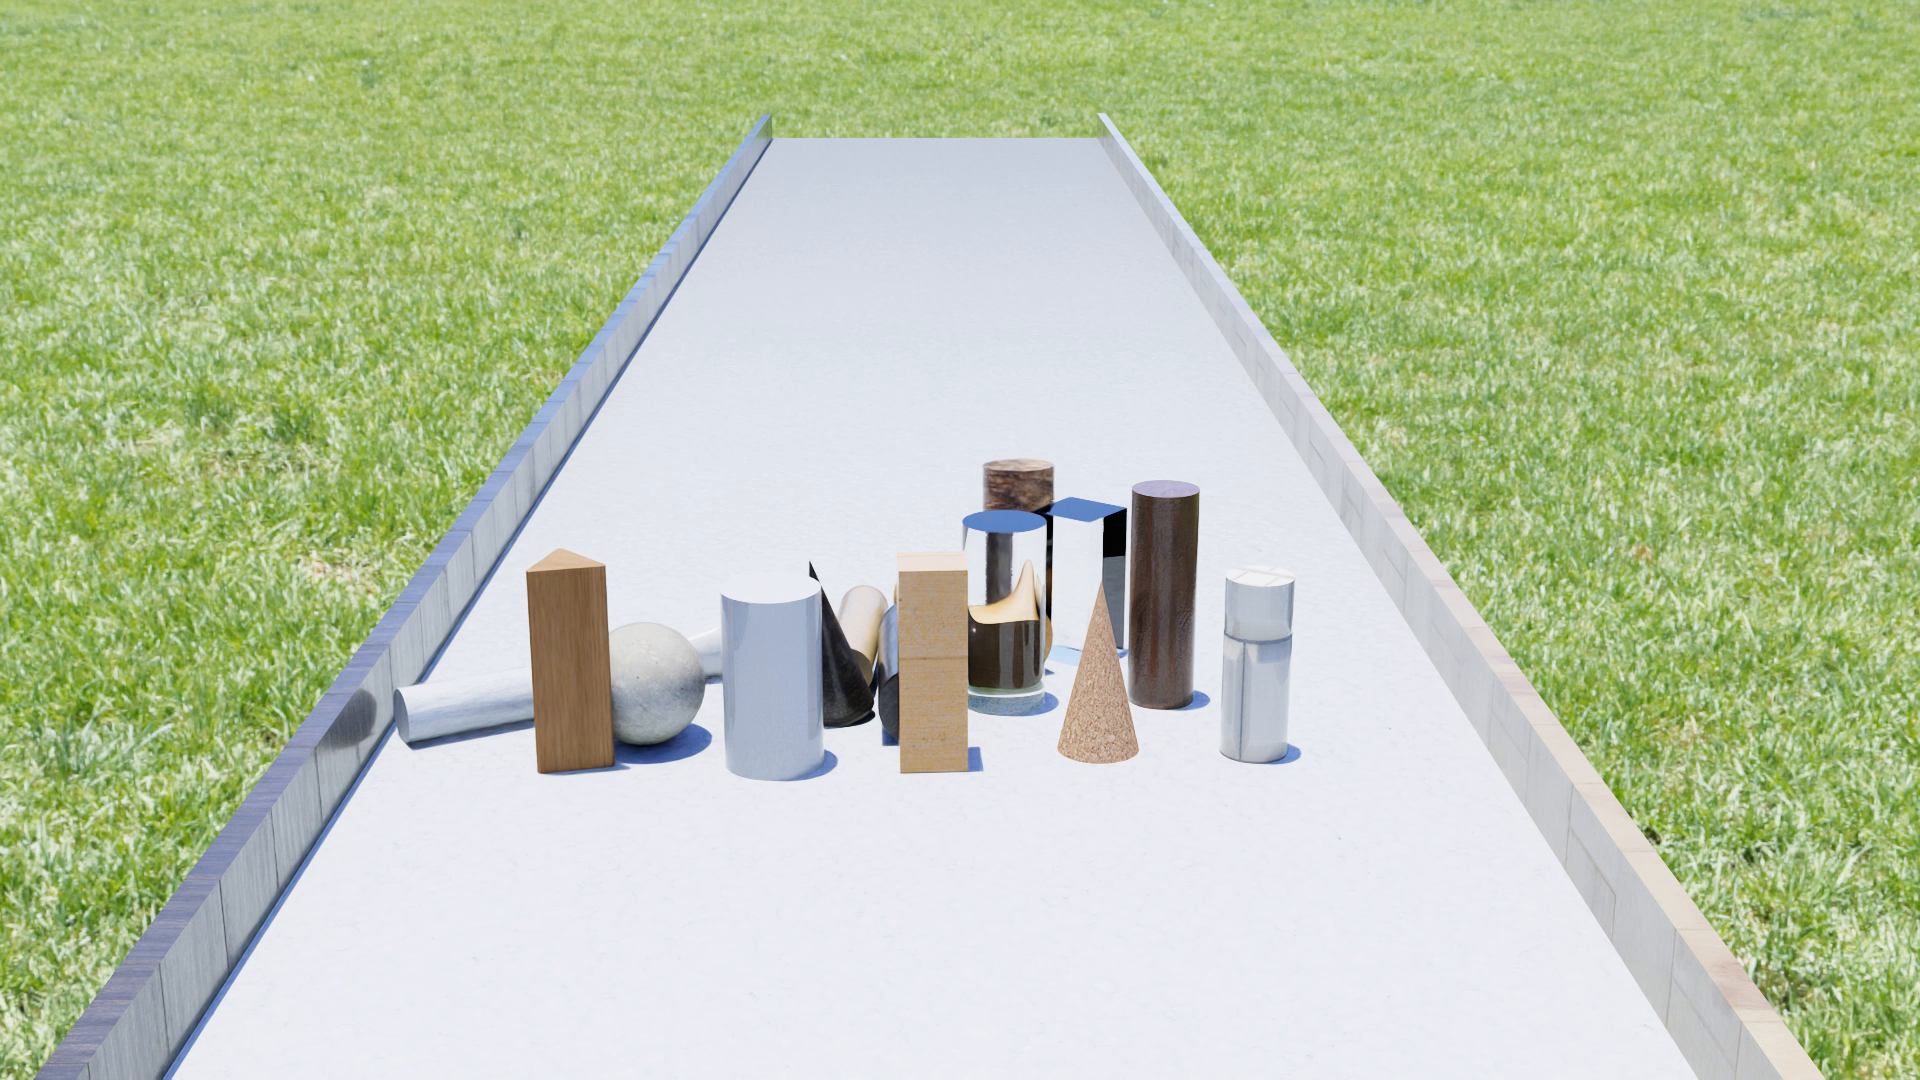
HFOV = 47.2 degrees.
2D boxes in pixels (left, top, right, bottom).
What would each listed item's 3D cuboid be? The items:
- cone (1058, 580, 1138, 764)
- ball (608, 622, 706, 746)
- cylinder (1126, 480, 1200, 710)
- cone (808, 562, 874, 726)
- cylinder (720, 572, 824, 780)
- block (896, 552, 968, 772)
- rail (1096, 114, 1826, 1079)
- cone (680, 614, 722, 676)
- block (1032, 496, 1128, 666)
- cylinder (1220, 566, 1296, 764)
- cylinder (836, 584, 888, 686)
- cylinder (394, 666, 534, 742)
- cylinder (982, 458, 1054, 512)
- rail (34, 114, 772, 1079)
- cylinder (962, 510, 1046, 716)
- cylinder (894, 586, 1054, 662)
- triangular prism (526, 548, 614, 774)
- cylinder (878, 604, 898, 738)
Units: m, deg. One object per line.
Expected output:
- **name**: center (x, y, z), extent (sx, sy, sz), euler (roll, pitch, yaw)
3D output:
- **cone**: center (0.249, 0.223, 3.918), extent (0.148, 0.319, 0.148), euler (0, 17, 0)
- **ball**: center (-0.570, 0.259, 3.967), extent (0.222, 0.222, 0.222), euler (0, 17, 0)
- **cylinder**: center (0.383, 0.104, 4.150), extent (0.127, 0.416, 0.127), euler (0, 17, 0)
- **cone**: center (-0.248, 0.172, 4.039), extent (0.130, 0.323, 0.130), euler (-7, 29, 4)
- **cylinder**: center (-0.329, 0.238, 3.857), extent (0.176, 0.325, 0.176), euler (0, 17, 0)
- **block**: center (-0.049, 0.213, 3.861), extent (0.119, 0.368, 0.119), euler (-1, 16, -3)
- **rail**: center (0.932, -0.844, 7.801), extent (0.050, 0.150, 12.000), euler (0, 17, -1)
- **cone**: center (-0.628, 0.252, 4.266), extent (0.433, 0.130, 0.130), euler (-16, 21, -21)
- **block**: center (0.237, 0.084, 4.415), extent (0.137, 0.302, 0.137), euler (12, 20, 35)
- **cylinder**: center (0.527, 0.221, 3.904), extent (0.121, 0.330, 0.121), euler (0, 17, 0)
- **cylinder**: center (-0.207, 0.197, 4.388), extent (0.100, 0.100, 0.394), euler (1, 17, 2)
- **cylinder**: center (-0.830, 0.289, 4.080), extent (0.418, 0.100, 0.100), euler (-9, 19, -28)
- **cylinder**: center (0.122, 0.012, 4.567), extent (0.149, 0.341, 0.149), euler (-1, 12, 0)
- **rail**: center (-1.118, -0.838, 7.780), extent (0.050, 0.150, 12.000), euler (0, 17, -1)
- **cylinder**: center (0.082, 0.136, 4.143), extent (0.158, 0.357, 0.158), euler (0, 17, 0)
- **cylinder**: center (0.022, 0.155, 4.434), extent (0.155, 0.155, 0.368), euler (-10, 19, -29)
- **triangular prism**: center (-0.688, 0.209, 3.863), extent (0.133, 0.374, 0.115), euler (-4, 18, -14)
- **cylinder**: center (-0.078, 0.242, 4.145), extent (0.153, 0.153, 0.398), euler (-1, 17, -2)
